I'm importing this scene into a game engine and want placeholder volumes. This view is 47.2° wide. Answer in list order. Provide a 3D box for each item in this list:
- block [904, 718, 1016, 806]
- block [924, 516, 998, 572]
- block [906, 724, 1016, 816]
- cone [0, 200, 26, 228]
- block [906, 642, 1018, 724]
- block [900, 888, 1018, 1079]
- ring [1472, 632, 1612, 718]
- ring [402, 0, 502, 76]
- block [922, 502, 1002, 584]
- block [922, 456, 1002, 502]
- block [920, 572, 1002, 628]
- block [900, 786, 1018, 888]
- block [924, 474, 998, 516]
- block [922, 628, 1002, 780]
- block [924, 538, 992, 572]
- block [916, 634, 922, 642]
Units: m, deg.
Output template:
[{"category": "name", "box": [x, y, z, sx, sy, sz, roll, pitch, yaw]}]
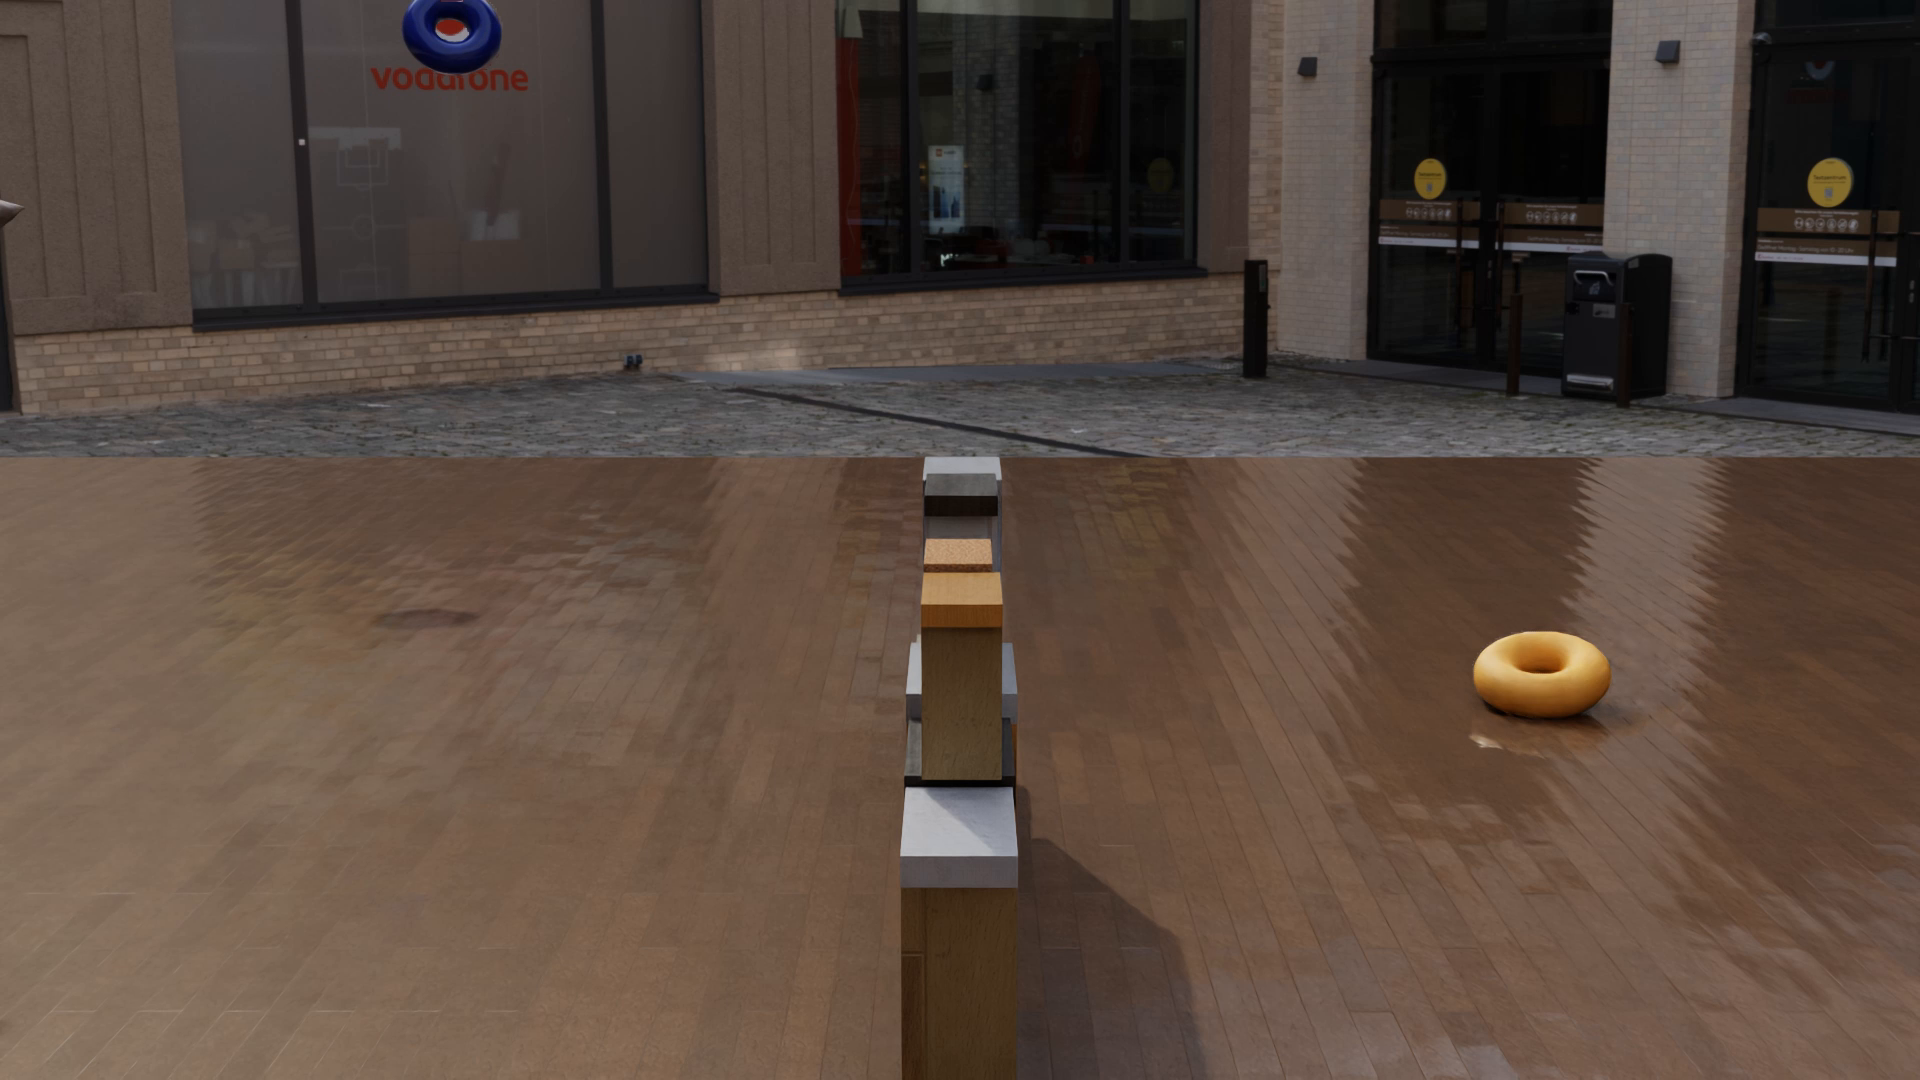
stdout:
[{"category": "block", "box": [0.000, 0.326, 3.256, 0.157, 0.044, 0.313, 0, 11, 0]}, {"category": "block", "box": [0.002, 0.071, 3.649, 0.119, 0.238, 0.034, 0, 11, 0]}, {"category": "block", "box": [0.003, 0.445, 3.501, 0.173, 0.346, 0.049, 0, 11, 0]}, {"category": "cone", "box": [-1.872, -0.602, 4.133, 0.239, 0.239, 0.239, -23, 23, -40]}, {"category": "block", "box": [0.003, 0.230, 3.578, 0.173, 0.049, 0.346, 0, 11, 0]}, {"category": "block", "box": [-0.001, 0.583, 2.884, 0.150, 0.301, 0.043, 0, 11, 0]}, {"category": "ring", "box": [1.289, 0.298, 4.875, 0.297, 0.099, 0.297, -7, 25, 3]}, {"category": "ring", "box": [-1.415, -1.418, 6.124, 0.273, 0.273, 0.091, -3, -20, -18]}, {"category": "block", "box": [0.004, 0.061, 3.902, 0.138, 0.276, 0.039, 0, 11, 0]}, {"category": "block", "box": [0.004, -0.110, 3.963, 0.138, 0.039, 0.276, 0, 11, 0]}, {"category": "block", "box": [0.003, 0.083, 3.125, 0.112, 0.032, 0.224, 0, 11, 0]}, {"category": "block", "box": [-0.001, 0.396, 2.951, 0.150, 0.043, 0.301, 0, 11, 0]}, {"category": "block", "box": [0.002, -0.077, 3.703, 0.119, 0.034, 0.239, 0, 11, 0]}, {"category": "block", "box": [0.002, 0.223, 3.075, 0.112, 0.224, 0.032, 0, 11, 0]}, {"category": "block", "box": [-0.003, 0.031, 3.337, 0.101, 0.029, 0.202, 0, 11, 0]}, {"category": "block", "box": [-0.005, 0.222, 3.908, 0.148, 0.042, 0.297, 0, 11, 0]}]
